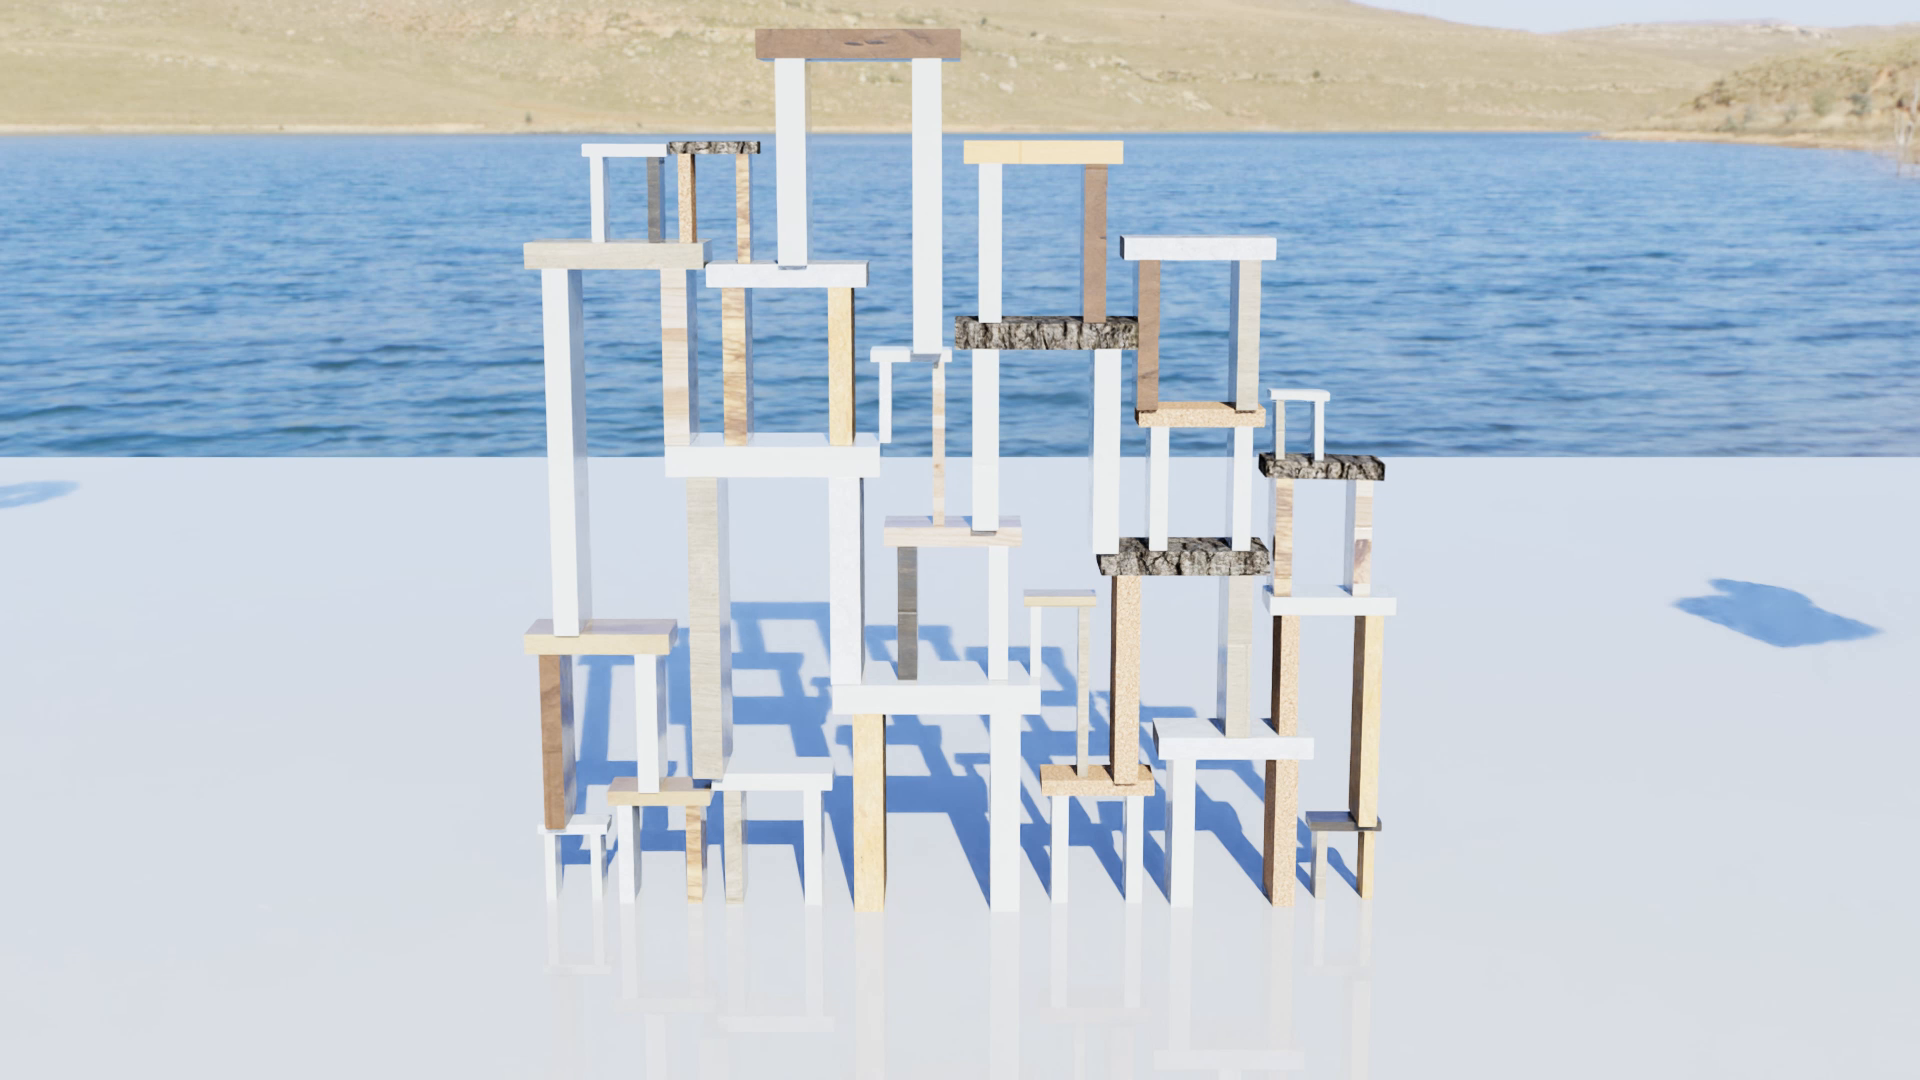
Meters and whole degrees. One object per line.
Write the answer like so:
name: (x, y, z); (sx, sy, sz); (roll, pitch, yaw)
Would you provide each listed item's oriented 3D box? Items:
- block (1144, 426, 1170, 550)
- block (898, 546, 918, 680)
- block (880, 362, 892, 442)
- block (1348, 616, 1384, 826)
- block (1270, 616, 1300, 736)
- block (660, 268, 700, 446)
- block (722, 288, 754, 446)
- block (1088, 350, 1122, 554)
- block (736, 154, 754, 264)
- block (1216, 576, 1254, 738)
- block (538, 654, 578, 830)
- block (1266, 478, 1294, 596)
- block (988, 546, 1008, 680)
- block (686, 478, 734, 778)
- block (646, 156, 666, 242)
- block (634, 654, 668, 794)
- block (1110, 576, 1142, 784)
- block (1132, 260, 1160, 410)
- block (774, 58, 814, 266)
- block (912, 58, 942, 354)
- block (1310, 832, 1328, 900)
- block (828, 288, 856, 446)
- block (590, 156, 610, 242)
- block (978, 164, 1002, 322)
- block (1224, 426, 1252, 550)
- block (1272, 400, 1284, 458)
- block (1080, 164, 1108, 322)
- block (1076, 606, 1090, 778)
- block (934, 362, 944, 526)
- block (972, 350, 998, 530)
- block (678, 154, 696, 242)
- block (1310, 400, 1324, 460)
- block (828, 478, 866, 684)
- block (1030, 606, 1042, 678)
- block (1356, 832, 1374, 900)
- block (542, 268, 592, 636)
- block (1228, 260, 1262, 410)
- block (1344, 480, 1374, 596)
block: (0.317, -0.090, 3.545); (0.028, 0.199, 0.099); (0, 11, 0)
block: (-0.085, 0.109, 3.584); (0.031, 0.220, 0.110); (0, 11, 0)
block: (-0.119, -0.224, 3.518); (0.018, 0.129, 0.064); (0, 11, -1)
block: (0.666, 0.285, 3.610); (0.029, 0.354, 0.101); (0, 11, 0)
block: (0.532, 0.210, 3.596); (0.029, 0.202, 0.101); (0, 11, 0)
block: (-0.446, -0.298, 3.508); (0.039, 0.277, 0.139); (0, 11, 0)
block: (-0.353, -0.282, 3.505); (0.035, 0.248, 0.124); (0, 11, 0)
block: (0.231, -0.151, 3.527); (0.041, 0.324, 0.143); (0, 11, 0)
block: (-0.338, -0.522, 3.460); (0.019, 0.169, 0.068); (0, 11, 0)
block: (0.449, 0.176, 3.597); (0.038, 0.268, 0.134); (0, 10, 0)
block: (-0.661, 0.318, 3.622); (0.033, 0.294, 0.116); (0, 11, 0)
block: (0.518, -0.013, 3.559); (0.027, 0.189, 0.094); (0, 11, 0)
block: (0.061, 0.108, 3.584); (0.031, 0.220, 0.110); (0, 11, 0)
block: (-0.407, 0.128, 3.587); (0.048, 0.493, 0.168); (0, 11, 0)
block: (-0.478, -0.537, 3.461); (0.019, 0.132, 0.066); (0, 11, 0)
block: (-0.507, 0.287, 3.616); (0.033, 0.232, 0.116); (0, 10, 0)
block: (0.270, 0.214, 3.604); (0.038, 0.344, 0.134); (0, 11, 0)
block: (0.295, -0.330, 3.497); (0.033, 0.235, 0.117); (0, 11, 0)
block: (-0.259, -0.593, 3.447); (0.044, 0.312, 0.156); (0, 11, 0)
block: (-0.051, -0.526, 3.461); (0.044, 0.449, 0.156); (0, 11, 0)
block: (0.597, 0.532, 3.660); (0.017, 0.117, 0.059); (0, 11, 0)
block: (-0.188, -0.282, 3.505); (0.035, 0.248, 0.124); (0, 11, 0)
block: (-0.566, -0.537, 3.461); (0.019, 0.132, 0.066); (0, 11, 0)
block: (0.047, -0.471, 3.471); (0.035, 0.245, 0.122); (0, 11, 0)
block: (0.449, -0.090, 3.545); (0.028, 0.199, 0.099); (0, 11, 0)
block: (0.510, -0.179, 3.522); (0.013, 0.093, 0.046); (-1, 11, 0)
block: (0.210, -0.471, 3.471); (0.035, 0.245, 0.122); (0, 11, 0)
block: (0.201, 0.243, 3.604); (0.017, 0.287, 0.058); (0, 11, 0)
block: (-0.034, -0.158, 3.531); (0.018, 0.262, 0.064); (0, 11, 0)
block: (0.040, -0.169, 3.524); (0.041, 0.286, 0.143); (0, 11, 0)
block: (-0.429, -0.538, 3.457); (0.019, 0.136, 0.068); (0, 11, 0)
block: (0.572, -0.177, 3.522); (0.013, 0.093, 0.046); (-1, 10, 0)
block: (-0.182, 0.051, 3.572); (0.048, 0.337, 0.168); (0, 11, 0)
block: (0.123, 0.160, 3.589); (0.017, 0.117, 0.059); (0, 11, 0)
block: (0.675, 0.532, 3.660); (0.017, 0.117, 0.058); (0, 11, 0)
block: (-0.630, -0.146, 3.535); (0.039, 0.584, 0.139); (0, 11, 0)
block: (0.452, -0.330, 3.497); (0.033, 0.235, 0.117); (0, 11, 0)
block: (0.644, -0.010, 3.559); (0.027, 0.189, 0.094); (0, 11, 0)
